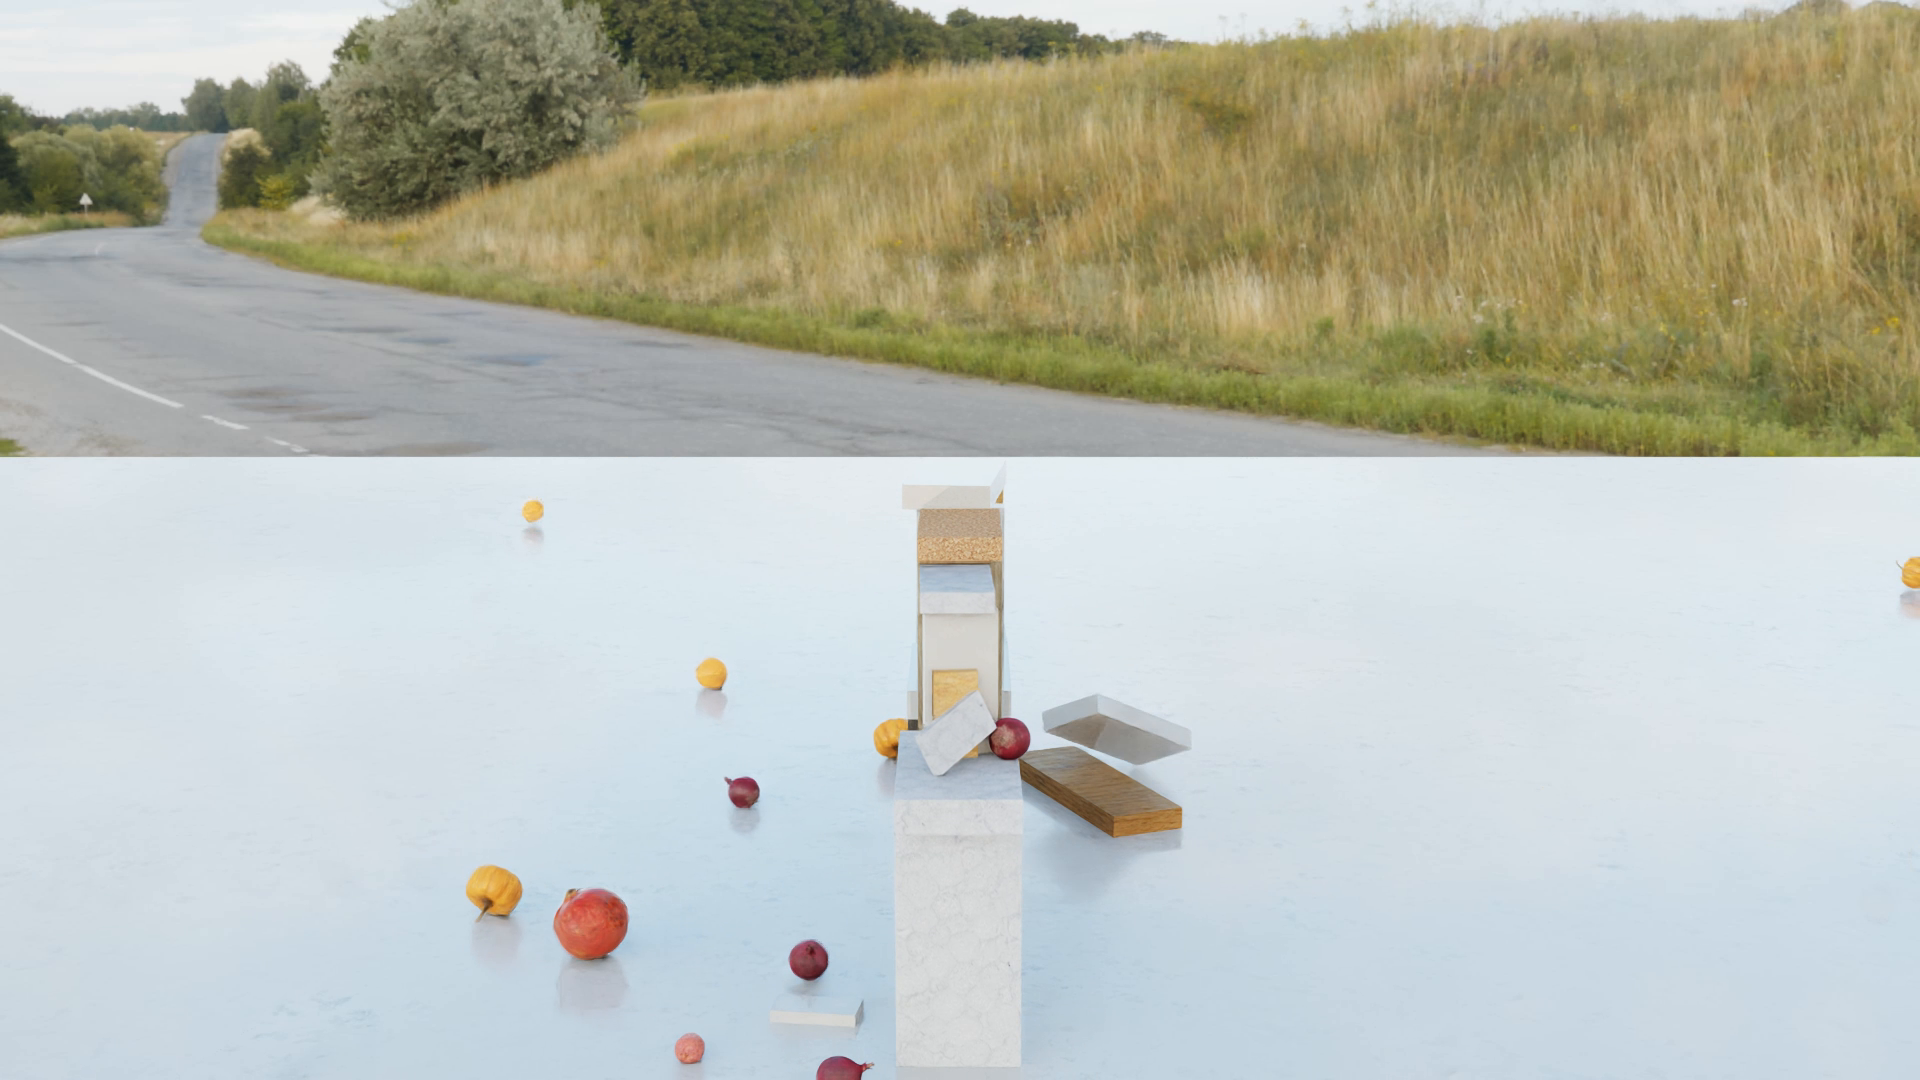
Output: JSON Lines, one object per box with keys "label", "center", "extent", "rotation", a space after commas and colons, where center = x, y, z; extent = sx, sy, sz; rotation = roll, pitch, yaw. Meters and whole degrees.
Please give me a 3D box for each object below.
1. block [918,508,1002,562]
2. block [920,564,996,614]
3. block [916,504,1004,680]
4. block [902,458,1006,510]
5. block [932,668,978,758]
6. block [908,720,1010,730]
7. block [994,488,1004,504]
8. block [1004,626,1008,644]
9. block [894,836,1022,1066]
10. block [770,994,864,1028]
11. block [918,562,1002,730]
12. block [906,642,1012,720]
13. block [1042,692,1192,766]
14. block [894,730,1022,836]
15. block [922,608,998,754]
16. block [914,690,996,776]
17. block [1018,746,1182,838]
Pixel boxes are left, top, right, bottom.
{"label": "block", "center": [0.000, -0.009, 3.357], "extent": [0.125, 0.035, 0.250], "rotation": [0, 11, 0]}
{"label": "block", "center": [-0.006, 0.069, 3.136], "extent": [0.103, 0.029, 0.207], "rotation": [0, 10, -1]}
{"label": "block", "center": [0.001, 0.083, 3.556], "extent": [0.141, 0.282, 0.040], "rotation": [0, 11, 0]}
{"label": "block", "center": [-0.007, -0.093, 3.622], "extent": [0.141, 0.040, 0.282], "rotation": [1, 11, 6]}
{"label": "block", "center": [-0.007, 0.243, 3.076], "extent": [0.062, 0.124, 0.018], "rotation": [-1, 12, -6]}
{"label": "block", "center": [-0.001, 0.438, 3.580], "extent": [0.166, 0.331, 0.047], "rotation": [0, 11, 0]}
{"label": "block", "center": [0.002, 0.049, 3.740], "extent": [0.141, 0.282, 0.040], "rotation": [0, 11, 0]}
{"label": "block", "center": [0.001, 0.181, 3.982], "extent": [0.161, 0.046, 0.322], "rotation": [0, 11, -1]}
{"label": "block", "center": [-0.002, 0.545, 2.982], "extent": [0.170, 0.339, 0.048], "rotation": [0, 11, 0]}
{"label": "block", "center": [-0.205, 0.676, 3.160], "extent": [0.124, 0.018, 0.062], "rotation": [2, 11, 8]}
{"label": "block", "center": [0.000, 0.186, 3.310], "extent": [0.125, 0.331, 0.035], "rotation": [0, 11, 0]}
{"label": "block", "center": [-0.001, 0.232, 3.654], "extent": [0.166, 0.047, 0.331], "rotation": [0, 11, 0]}
{"label": "block", "center": [0.308, 0.371, 4.284], "extent": [0.140, 0.040, 0.280], "rotation": [-23, -34, 39]}
{"label": "block", "center": [-0.003, 0.334, 3.058], "extent": [0.170, 0.048, 0.339], "rotation": [0, 11, 0]}
{"label": "block", "center": [0.001, 0.198, 3.091], "extent": [0.103, 0.207, 0.029], "rotation": [-1, 13, -6]}
{"label": "block", "center": [-0.005, 0.264, 3.022], "extent": [0.018, 0.062, 0.124], "rotation": [-12, 19, 47]}
{"label": "block", "center": [0.253, 0.474, 4.185], "extent": [0.140, 0.040, 0.446], "rotation": [-4, 11, -23]}
